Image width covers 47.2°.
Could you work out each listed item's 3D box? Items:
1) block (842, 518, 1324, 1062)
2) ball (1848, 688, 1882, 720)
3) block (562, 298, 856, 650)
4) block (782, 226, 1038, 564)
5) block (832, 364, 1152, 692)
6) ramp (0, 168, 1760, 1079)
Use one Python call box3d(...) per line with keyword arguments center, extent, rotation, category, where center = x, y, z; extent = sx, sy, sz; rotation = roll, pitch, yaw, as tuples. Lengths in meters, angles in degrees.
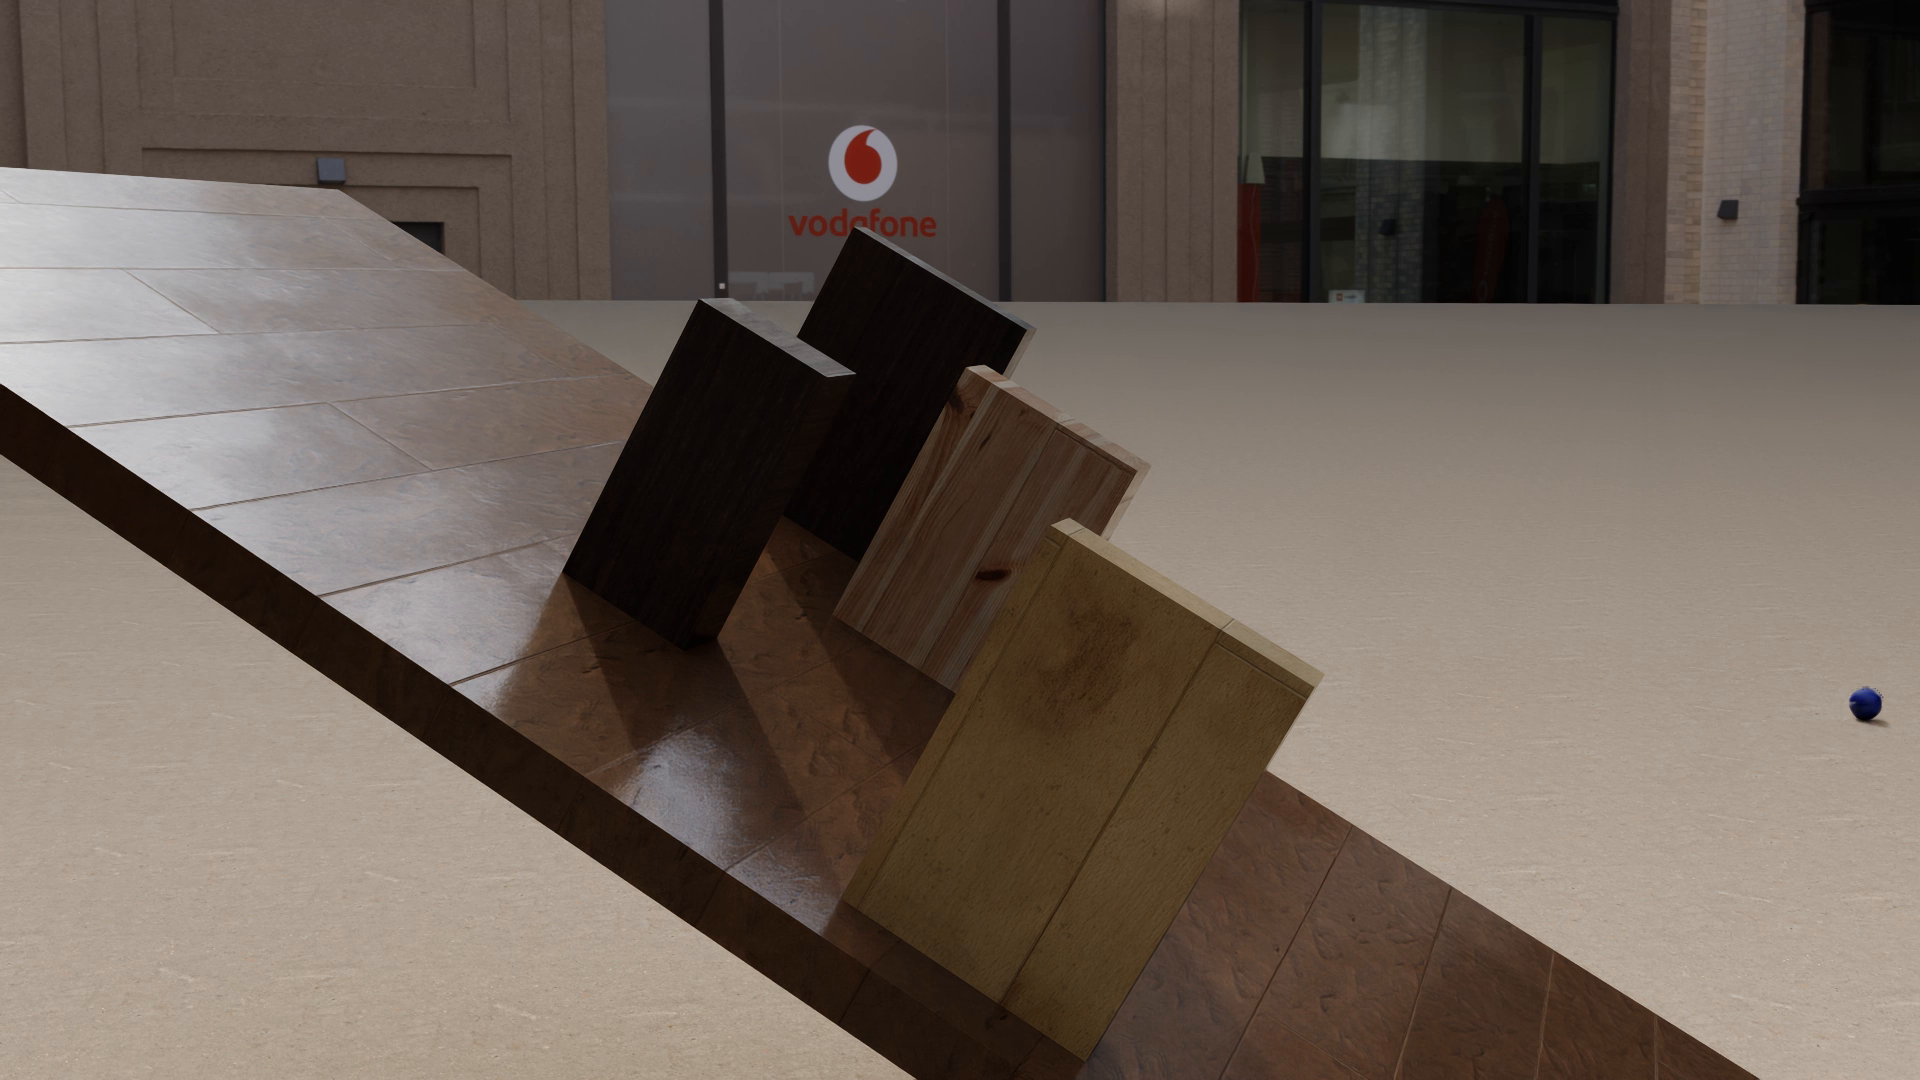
box3d(center=(0.170, 0.360, 3.178), extent=(0.429, 0.649, 0.103), rotation=(32, 15, 11), category="block")
box3d(center=(3.775, 0.684, 9.167), extent=(0.130, 0.130, 0.130), rotation=(0, 7, 0), category="ball")
box3d(center=(-0.441, -0.117, 3.854), extent=(0.266, 0.550, 0.144), rotation=(32, 15, 11), category="block")
box3d(center=(-0.180, -0.295, 4.799), extent=(0.445, 0.631, 0.081), rotation=(32, 15, 11), category="block")
box3d(center=(0.060, 0.001, 4.358), extent=(0.393, 0.571, 0.128), rotation=(32, 15, 11), category="block")
box3d(center=(-0.195, 0.321, 4.133), extent=(4.000, 0.100, 2.000), rotation=(32, 15, 11), category="ramp")
